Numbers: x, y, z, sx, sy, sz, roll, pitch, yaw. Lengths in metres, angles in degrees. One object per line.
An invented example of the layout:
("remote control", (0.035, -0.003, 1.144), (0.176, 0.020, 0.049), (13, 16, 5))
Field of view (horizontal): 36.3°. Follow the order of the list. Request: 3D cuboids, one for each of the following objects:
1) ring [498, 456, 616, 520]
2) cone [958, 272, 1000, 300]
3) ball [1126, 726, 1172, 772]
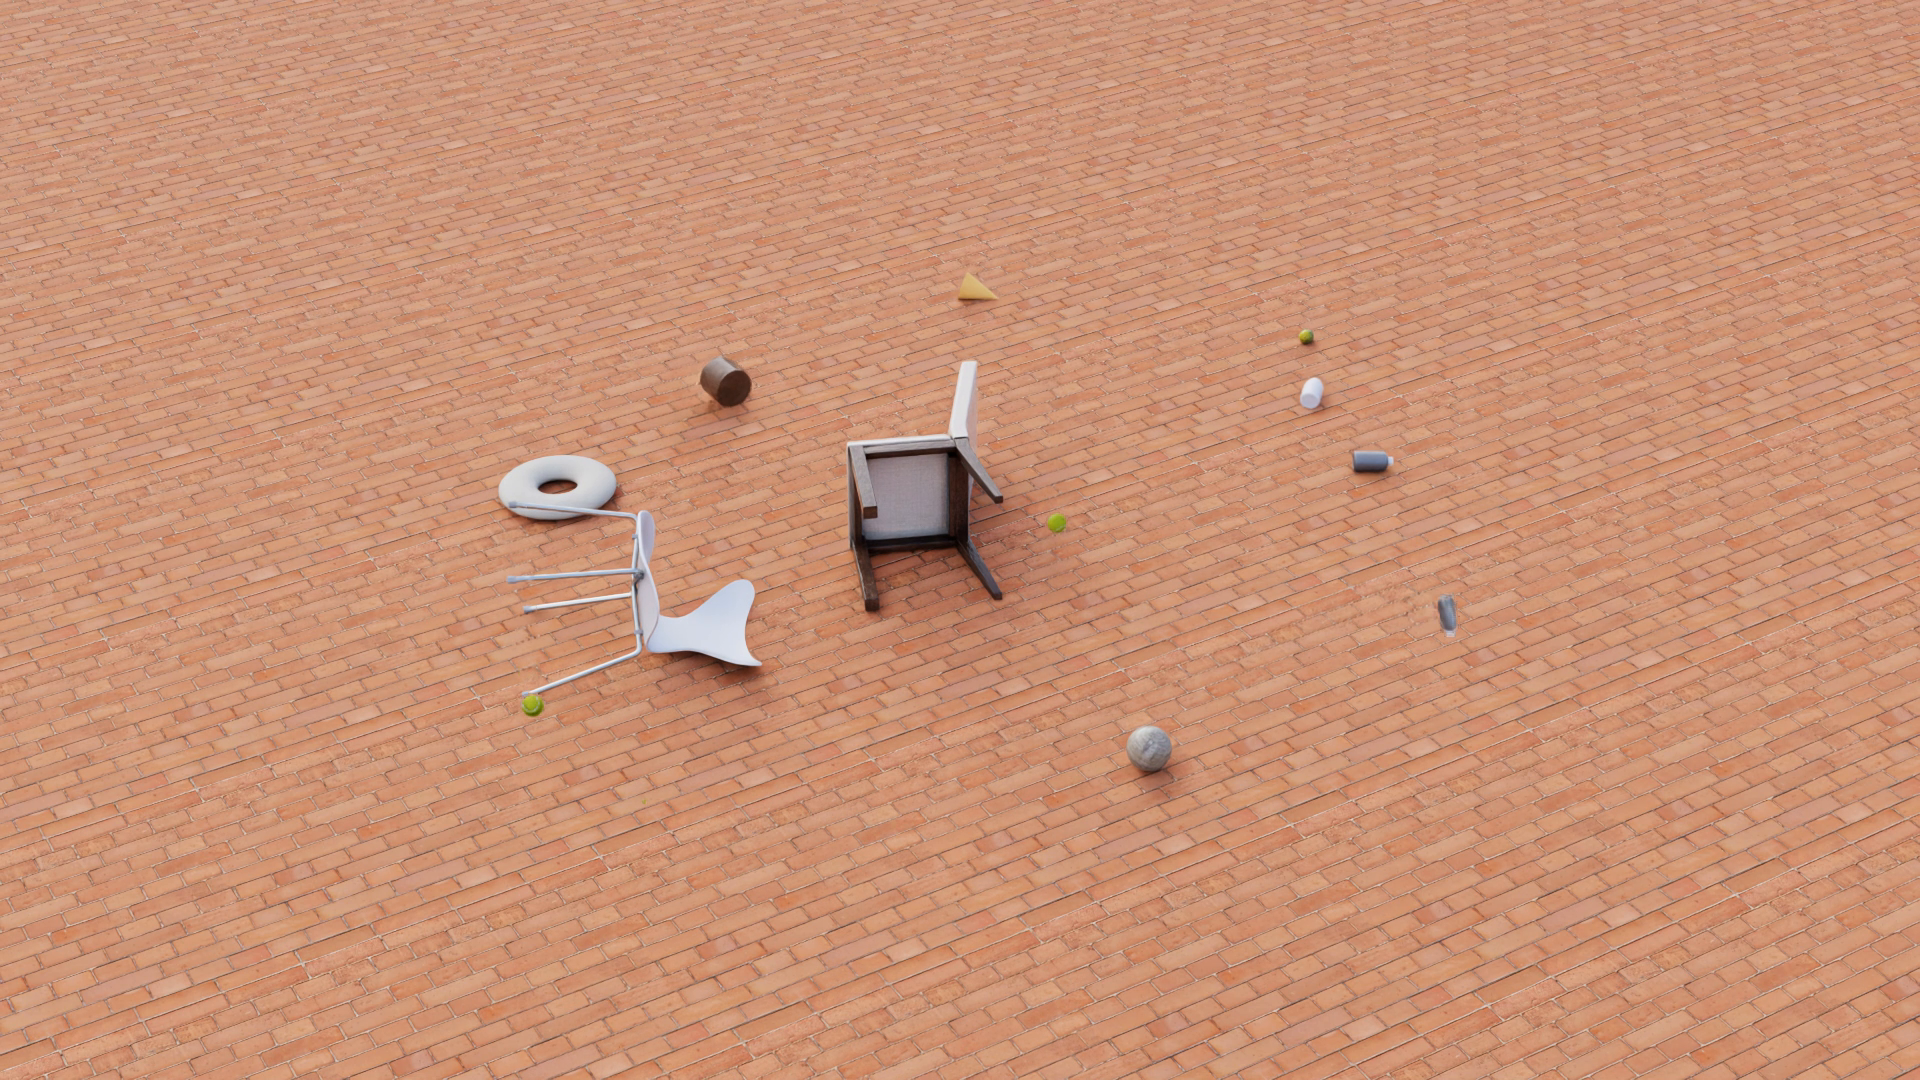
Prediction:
("ring", (-1.535, -0.202, 11.185), (0.451, 0.073, 0.417), (-5, 34, -7))
("cone", (0.090, -1.055, 12.501), (0.169, 0.089, 0.128), (20, 69, -1))
("ball", (0.629, 0.694, 9.752), (0.153, 0.153, 0.153), (0, 33, 0))
